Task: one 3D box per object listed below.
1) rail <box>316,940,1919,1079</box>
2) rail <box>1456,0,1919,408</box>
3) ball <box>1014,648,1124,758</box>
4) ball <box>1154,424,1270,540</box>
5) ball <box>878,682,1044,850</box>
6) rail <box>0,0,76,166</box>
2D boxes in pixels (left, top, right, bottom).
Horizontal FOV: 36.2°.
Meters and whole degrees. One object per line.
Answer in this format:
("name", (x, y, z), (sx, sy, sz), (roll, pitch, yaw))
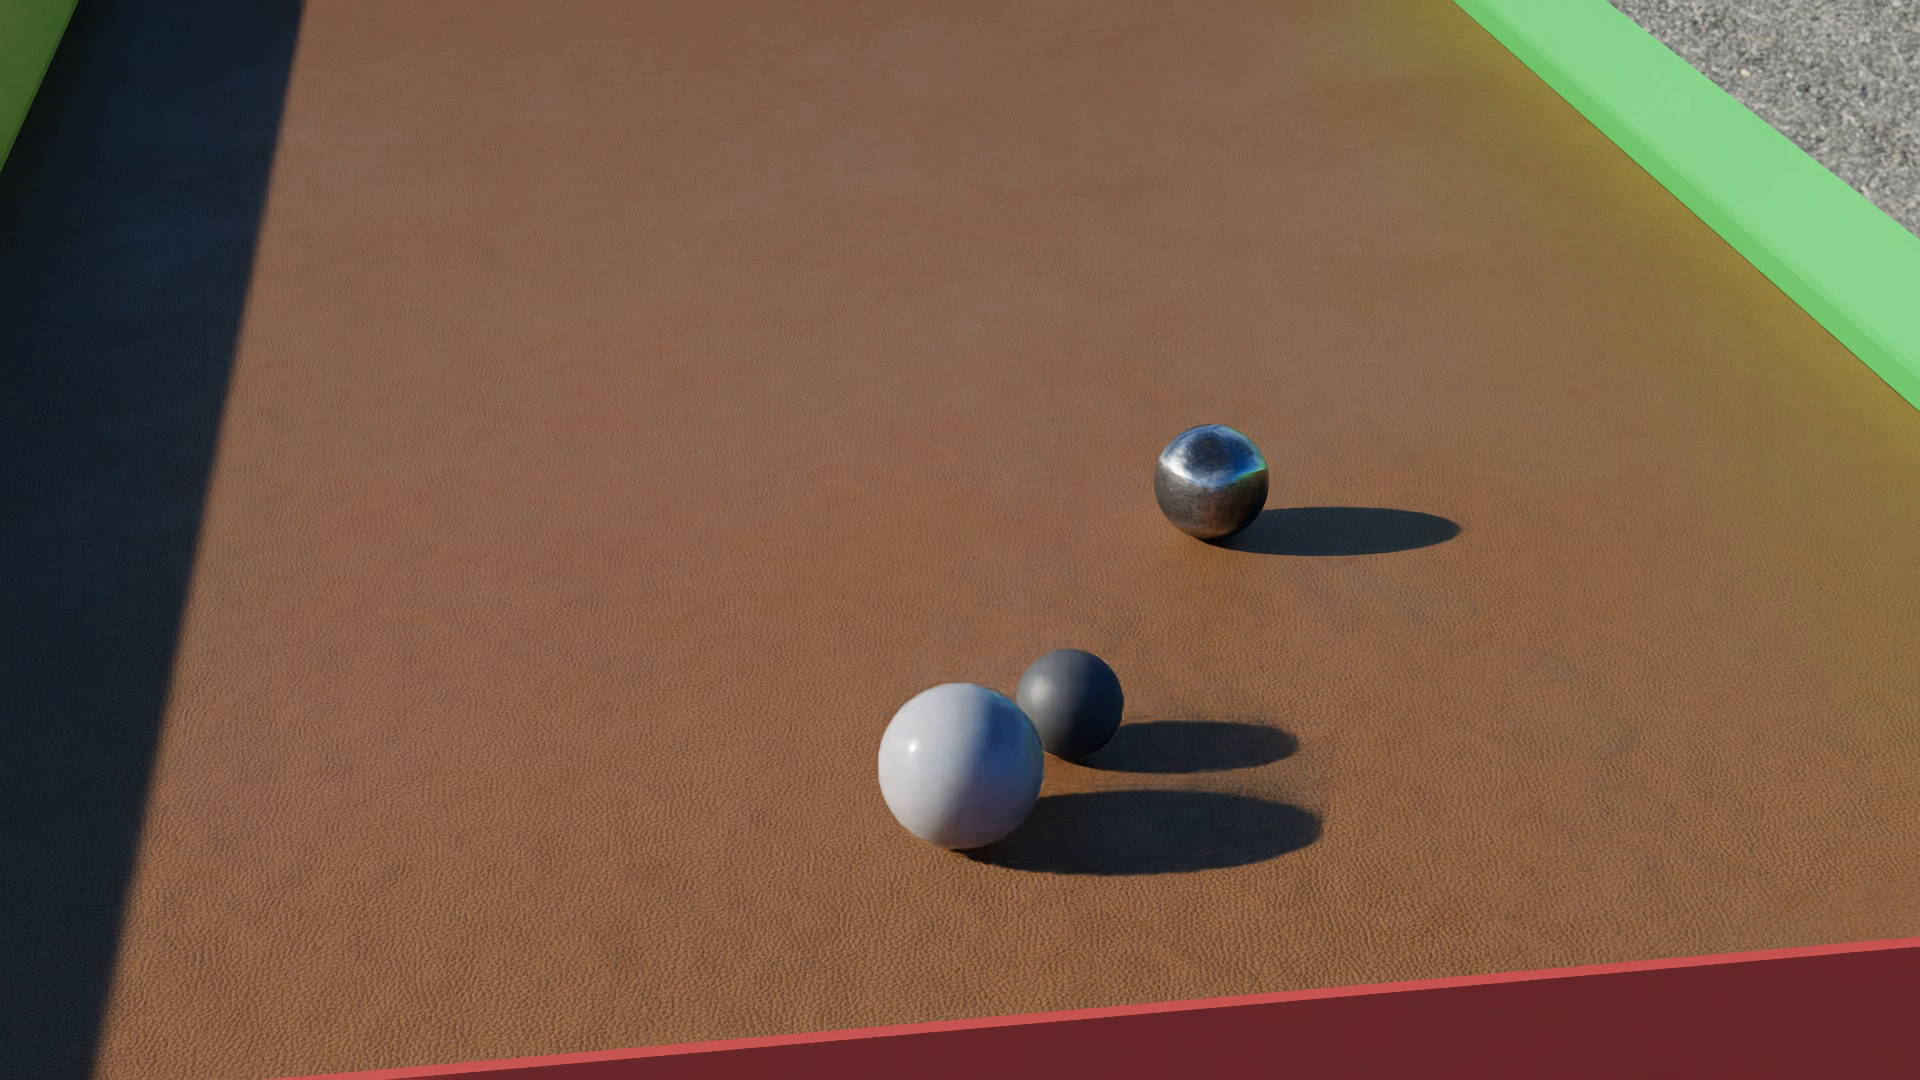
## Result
("rail", (0.096, 0.256, 1.375), (1.560, 0.124, 0.045), (-4, 26, -8))
("rail", (0.648, -0.355, 2.656), (0.045, 0.124, 2.692), (-4, 26, -8))
("ball", (0.066, 0.098, 1.775), (0.066, 0.066, 0.066), (0, 25, 0))
("ball", (0.175, -0.041, 2.049), (0.081, 0.081, 0.081), (0, 25, 0))
("ball", (0.000, 0.129, 1.677), (0.095, 0.095, 0.095), (0, 25, 0))
("rail", (-0.847, -0.259, 2.454), (0.045, 0.124, 2.692), (-4, 26, -8))
